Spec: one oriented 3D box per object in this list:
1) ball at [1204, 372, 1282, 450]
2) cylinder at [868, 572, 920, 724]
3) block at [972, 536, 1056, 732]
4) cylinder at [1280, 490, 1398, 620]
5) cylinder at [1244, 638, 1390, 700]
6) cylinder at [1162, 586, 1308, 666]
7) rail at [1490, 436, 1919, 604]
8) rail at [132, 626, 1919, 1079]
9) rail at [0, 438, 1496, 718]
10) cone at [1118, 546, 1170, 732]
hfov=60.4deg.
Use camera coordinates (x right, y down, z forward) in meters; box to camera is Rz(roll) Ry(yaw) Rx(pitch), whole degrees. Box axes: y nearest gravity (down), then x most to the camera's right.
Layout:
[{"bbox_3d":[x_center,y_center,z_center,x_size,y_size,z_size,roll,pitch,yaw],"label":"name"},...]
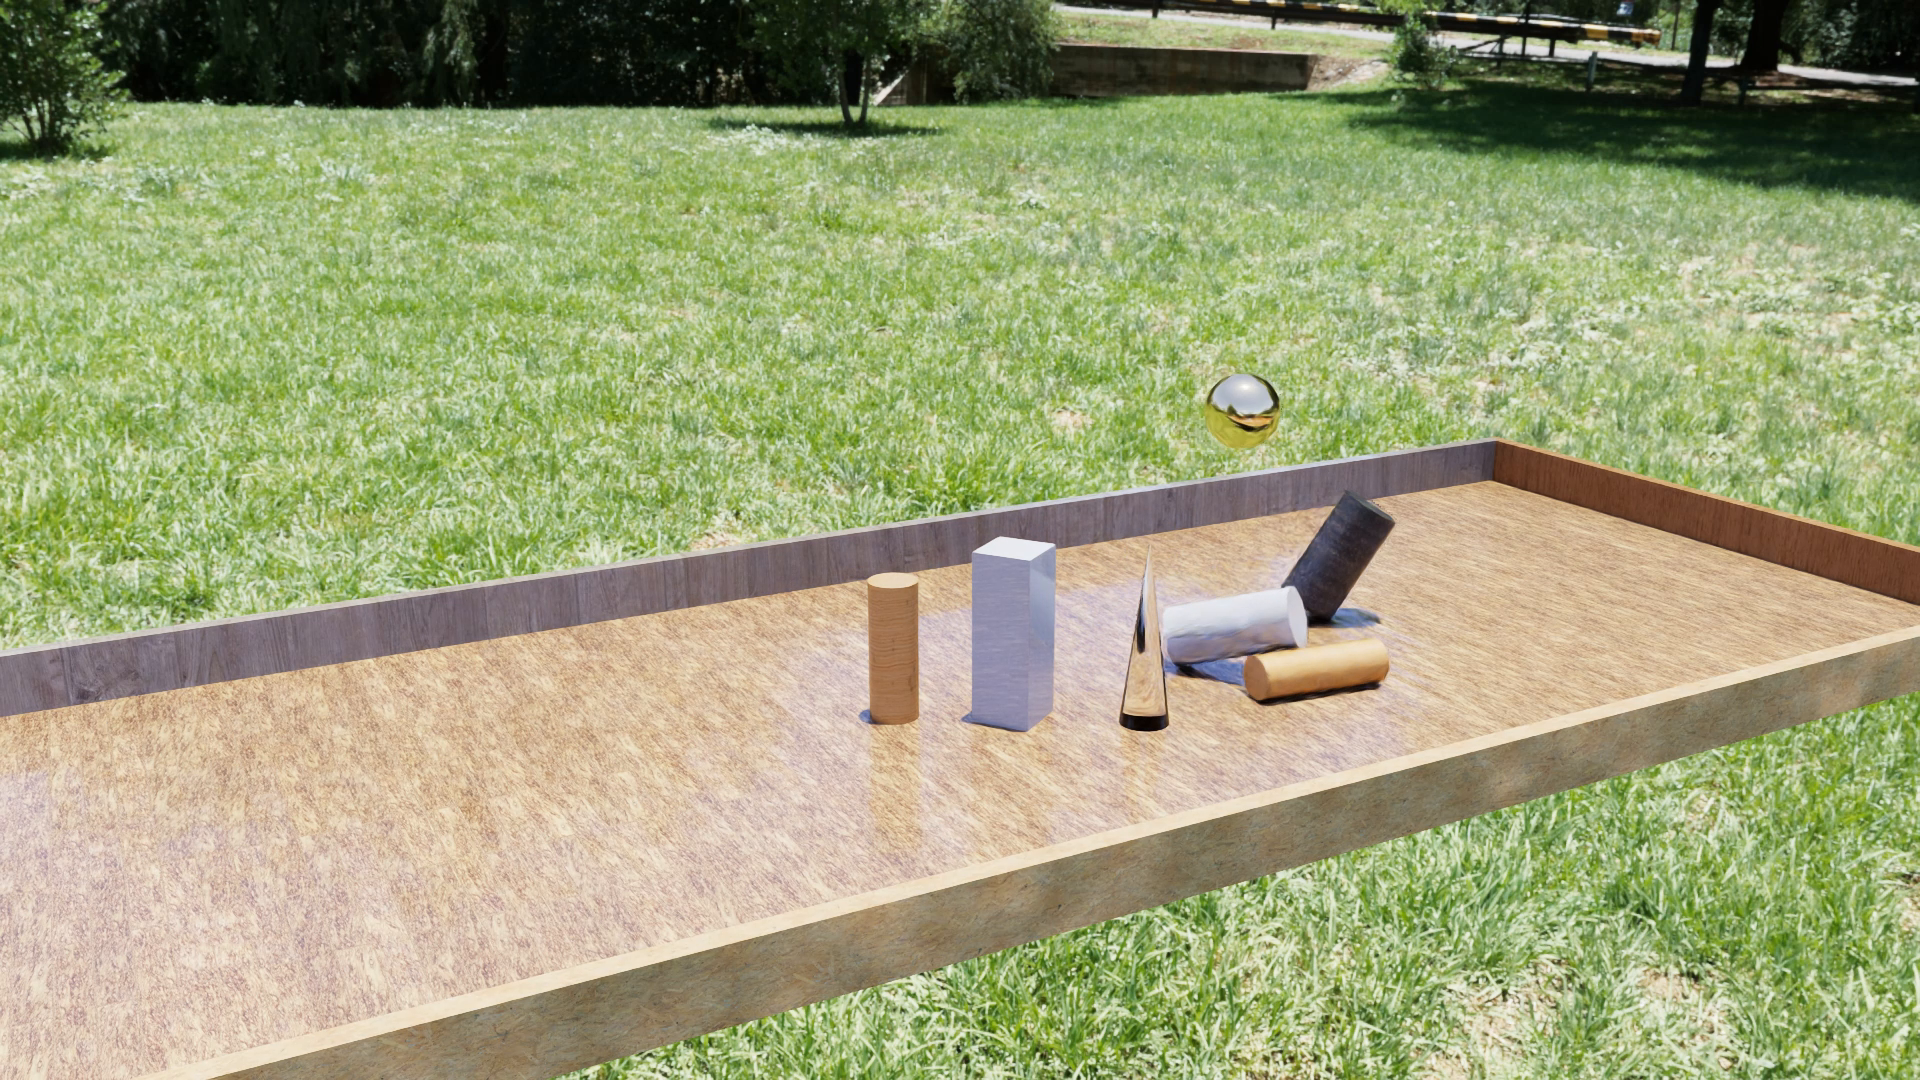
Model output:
[{"bbox_3d":[1.012,-0.462,5.912,0.273,0.273,0.273,0,16,0],"label":"ball"},{"bbox_3d":[-0.156,0.256,3.885,0.119,0.338,0.119,0,16,0],"label":"cylinder"},{"bbox_3d":[0.126,0.219,3.872,0.146,0.416,0.146,8,18,26],"label":"block"},{"bbox_3d":[1.047,0.043,4.564,0.164,0.325,0.164,30,14,-8],"label":"cylinder"},{"bbox_3d":[0.881,0.318,4.076,0.349,0.111,0.111,-6,18,-21],"label":"cylinder"},{"bbox_3d":[0.695,0.220,4.173,0.328,0.156,0.156,-11,10,27],"label":"cylinder"},{"bbox_3d":[2.466,-0.048,5.253,0.050,0.150,2.100,-9,18,-27],"label":"rail"},{"bbox_3d":[-2.336,1.006,1.665,12.000,0.150,0.050,-9,18,-27],"label":"rail"},{"bbox_3d":[-3.305,0.497,3.399,12.000,0.150,0.050,-9,18,-27],"label":"rail"},{"bbox_3d":[0.434,0.215,3.831,0.120,0.447,0.120,0,16,0],"label":"cone"}]
